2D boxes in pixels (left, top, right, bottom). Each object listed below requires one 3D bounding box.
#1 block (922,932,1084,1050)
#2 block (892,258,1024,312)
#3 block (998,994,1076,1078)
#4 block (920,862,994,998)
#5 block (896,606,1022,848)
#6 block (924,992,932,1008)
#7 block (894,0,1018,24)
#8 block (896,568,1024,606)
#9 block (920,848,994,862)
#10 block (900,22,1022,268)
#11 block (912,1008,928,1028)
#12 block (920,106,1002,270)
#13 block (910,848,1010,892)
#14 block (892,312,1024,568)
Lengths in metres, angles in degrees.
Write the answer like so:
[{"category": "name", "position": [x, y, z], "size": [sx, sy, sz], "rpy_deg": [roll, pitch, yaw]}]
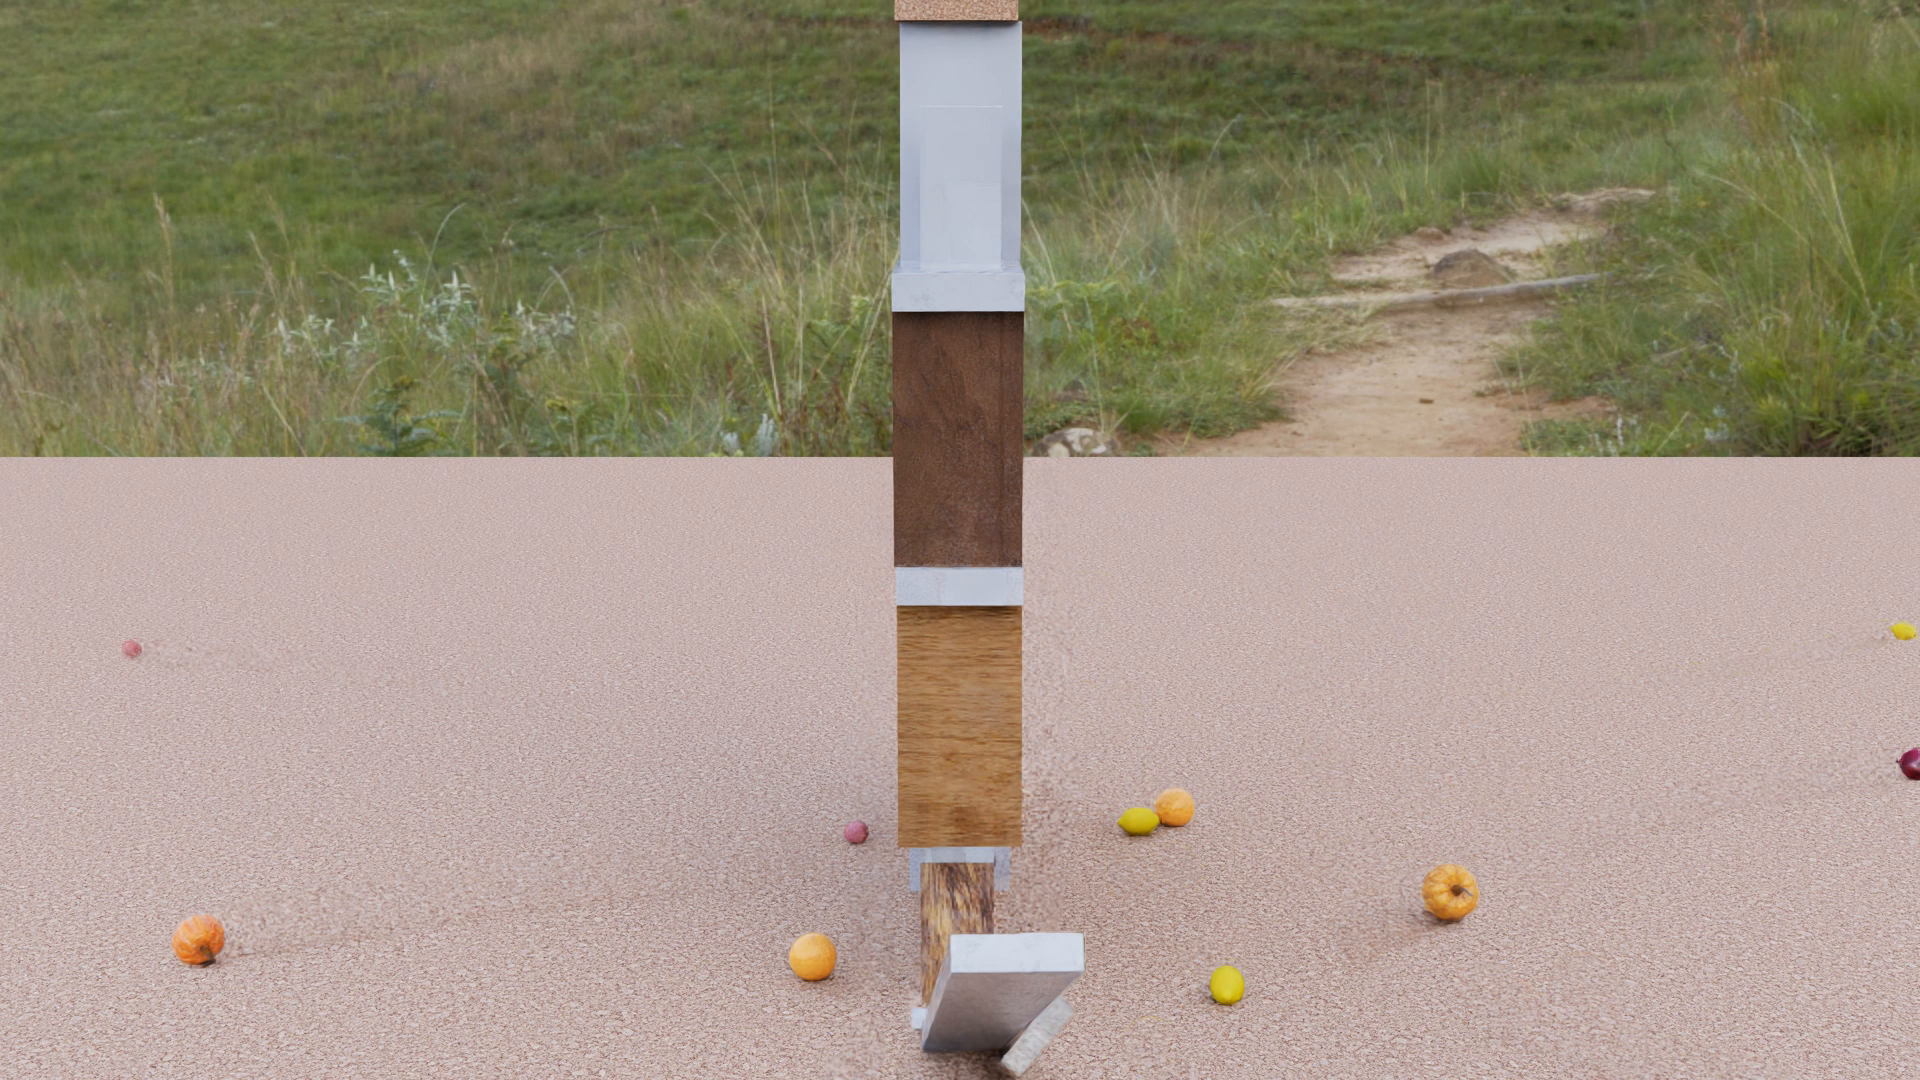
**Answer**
[{"category": "block", "position": [0.025, 0.516, 2.432], "size": [0.110, 0.031, 1.283], "rpy_deg": [0, -16, -2]}, {"category": "block", "position": [-0.003, -0.364, 3.119], "size": [0.178, 0.050, 0.356], "rpy_deg": [0, 11, 0]}, {"category": "block", "position": [0.100, 0.646, 2.884], "size": [0.031, 0.110, 0.220], "rpy_deg": [41, -8, 7]}, {"category": "block", "position": [-0.003, 0.564, 3.222], "size": [0.108, 0.215, 0.030], "rpy_deg": [0, 11, 0]}, {"category": "block", "position": [-0.001, 0.257, 3.129], "size": [0.175, 0.361, 0.050], "rpy_deg": [0, 11, 0]}, {"category": "block", "position": [-0.010, 0.613, 2.910], "size": [0.053, 0.015, 0.105], "rpy_deg": [-15, -25, 7]}, {"category": "block", "position": [-0.001, -0.761, 3.152], "size": [0.168, 0.048, 0.336], "rpy_deg": [0, 11, 1]}, {"category": "block", "position": [-0.001, 0.033, 3.206], "size": [0.175, 0.050, 0.351], "rpy_deg": [0, 11, 0]}, {"category": "block", "position": [-0.005, 0.429, 3.270], "size": [0.108, 0.030, 0.215], "rpy_deg": [0, 11, -1]}, {"category": "block", "position": [0.001, -0.552, 3.074], "size": [0.168, 0.336, 0.048], "rpy_deg": [0, 11, 0]}, {"category": "block", "position": [-0.016, 0.680, 3.126], "size": [0.105, 0.015, 0.053], "rpy_deg": [0, 4, -1]}, {"category": "block", "position": [0.001, -0.477, 2.984], "size": [0.110, 0.220, 0.031], "rpy_deg": [0, 13, 0]}, {"category": "block", "position": [-0.001, 0.420, 3.673], "size": [0.167, 0.334, 0.047], "rpy_deg": [0, 11, 0]}, {"category": "block", "position": [-0.003, -0.142, 3.039], "size": [0.178, 0.356, 0.050], "rpy_deg": [0, 11, 0]}]
